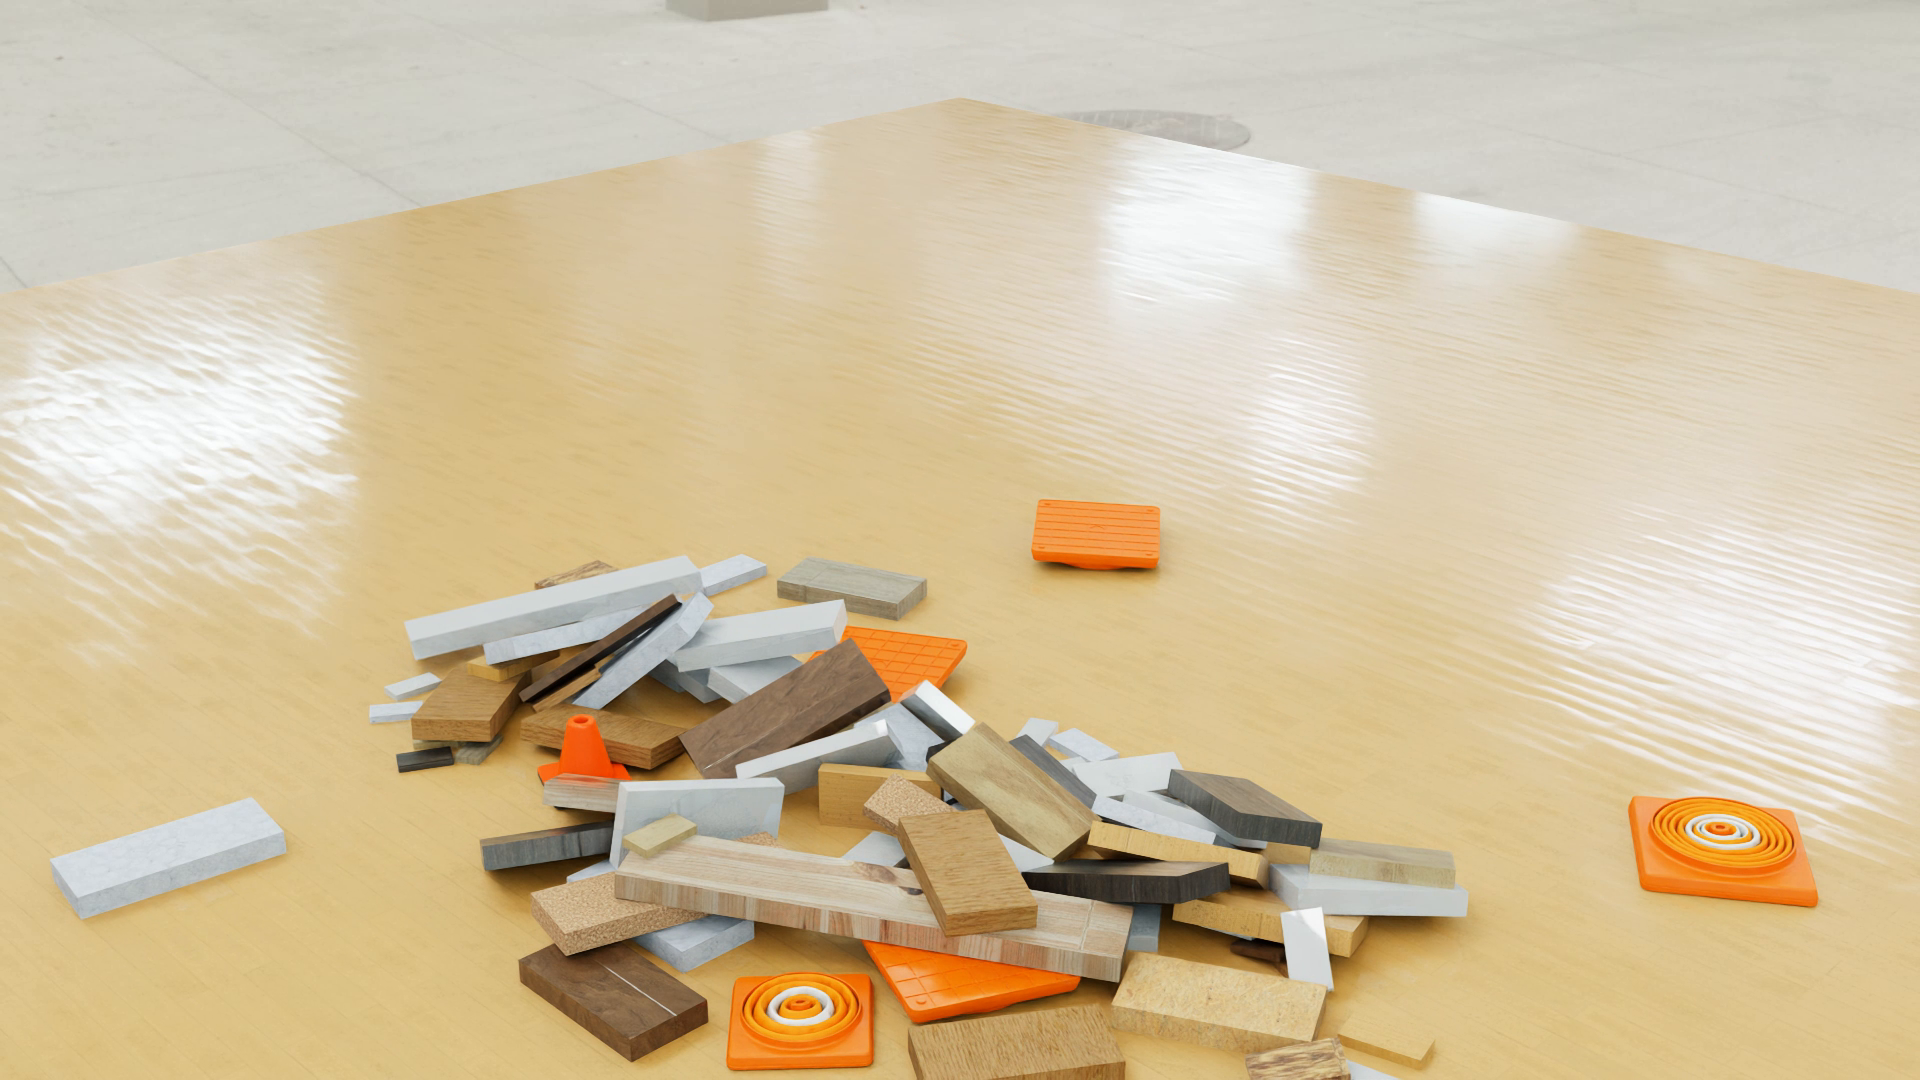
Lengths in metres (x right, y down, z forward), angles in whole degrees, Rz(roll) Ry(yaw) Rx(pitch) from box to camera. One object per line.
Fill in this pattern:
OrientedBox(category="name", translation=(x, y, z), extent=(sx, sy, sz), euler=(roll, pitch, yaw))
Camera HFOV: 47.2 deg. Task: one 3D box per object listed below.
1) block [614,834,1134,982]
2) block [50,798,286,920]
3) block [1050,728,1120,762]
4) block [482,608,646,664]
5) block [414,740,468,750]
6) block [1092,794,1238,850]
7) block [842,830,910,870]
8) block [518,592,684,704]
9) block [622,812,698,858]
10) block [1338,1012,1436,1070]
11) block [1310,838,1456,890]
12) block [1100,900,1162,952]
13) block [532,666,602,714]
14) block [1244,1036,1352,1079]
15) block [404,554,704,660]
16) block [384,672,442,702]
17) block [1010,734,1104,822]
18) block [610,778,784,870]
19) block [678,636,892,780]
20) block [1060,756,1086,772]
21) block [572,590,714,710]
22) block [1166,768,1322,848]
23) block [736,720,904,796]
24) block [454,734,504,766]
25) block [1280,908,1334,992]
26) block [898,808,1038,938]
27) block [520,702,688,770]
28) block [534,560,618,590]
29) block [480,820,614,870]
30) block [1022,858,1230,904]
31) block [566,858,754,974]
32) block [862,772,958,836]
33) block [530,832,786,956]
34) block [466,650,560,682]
OrientedBox(category="block", translation=(-0.155, 0.653, 3.966), extent=(0.921, 0.049, 0.171), euler=(8, 24, 9))
OrientedBox(category="block", translation=(-1.530, 0.612, 4.258), extent=(0.396, 0.048, 0.170), euler=(-17, 28, -34))
OrientedBox(category="block", translation=(0.264, 0.446, 4.684), extent=(0.072, 0.020, 0.144), euler=(-17, 28, -35))
OrientedBox(category="block", translation=(-0.878, 0.215, 4.916), extent=(0.330, 0.047, 0.165), euler=(-12, -1, -35))
OrientedBox(category="block", translation=(-1.116, 0.428, 4.733), extent=(0.113, 0.016, 0.057), euler=(-3, 23, -8))
OrientedBox(category="block", translation=(0.399, 0.566, 4.281), extent=(0.264, 0.037, 0.132), euler=(15, -13, 32))
OrientedBox(category="block", translation=(-0.178, 0.632, 4.234), extent=(0.104, 0.029, 0.208), euler=(13, 26, 28))
OrientedBox(category="block", translation=(-0.790, 0.240, 4.859), extent=(0.406, 0.023, 0.080), euler=(-33, -9, 1))
OrientedBox(category="block", translation=(-0.554, 0.546, 4.066), extent=(0.064, 0.018, 0.128), euler=(21, 29, 35))
OrientedBox(category="block", translation=(0.723, 0.850, 3.731), extent=(0.147, 0.021, 0.073), euler=(13, 26, 28))
OrientedBox(category="block", translation=(0.788, 0.603, 4.115), extent=(0.264, 0.037, 0.132), euler=(5, 7, 9))
OrientedBox(category="block", translation=(0.257, 0.707, 4.054), extent=(0.222, 0.031, 0.111), euler=(3, 23, 8))
OrientedBox(category="block", translation=(-0.867, 0.329, 4.843), extent=(0.160, 0.023, 0.080), euler=(-31, 9, -11))
OrientedBox(category="block", translation=(0.556, 0.871, 3.622), extent=(0.159, 0.023, 0.080), euler=(-11, 36, 0))
OrientedBox(category="block", translation=(-0.953, 0.155, 5.172), extent=(0.681, 0.047, 0.165), euler=(-14, 18, -16))
OrientedBox(category="block", translation=(-1.233, 0.331, 4.960), extent=(0.113, 0.016, 0.057), euler=(-19, 29, -37))
OrientedBox(category="block", translation=(0.178, 0.494, 4.421), extent=(0.247, 0.035, 0.124), euler=(39, 33, 25))
OrientedBox(category="block", translation=(-0.500, 0.541, 4.197), extent=(0.320, 0.160, 0.045), euler=(2, 16, -29))
OrientedBox(category="block", translation=(-0.363, 0.370, 4.570), extent=(0.417, 0.045, 0.159), euler=(-30, 55, -13))
OrientedBox(category="block", translation=(0.202, 0.490, 4.581), extent=(0.144, 0.020, 0.072), euler=(-10, 25, -22))
OrientedBox(category="block", translation=(-0.698, 0.254, 4.831), extent=(0.339, 0.048, 0.170), euler=(-37, 12, 23))
OrientedBox(category="block", translation=(0.548, 0.519, 4.282), extent=(0.166, 0.047, 0.408), euler=(9, 4, -13))
OrientedBox(category="block", translation=(-0.281, 0.447, 4.430), extent=(0.317, 0.124, 0.035), euler=(-18, 59, 7))
OrientedBox(category="block", translation=(-1.027, 0.444, 4.693), extent=(0.057, 0.016, 0.113), euler=(6, 24, 14))
OrientedBox(category="block", translation=(0.613, 0.727, 3.884), extent=(0.073, 0.021, 0.147), euler=(-10, 63, 11))
OrientedBox(category="block", translation=(0.010, 0.600, 3.991), extent=(0.167, 0.047, 0.333), euler=(-3, 25, -16))
OrientedBox(category="block", translation=(-0.756, 0.415, 4.686), extent=(0.319, 0.045, 0.159), euler=(10, 14, 22))
OrientedBox(category="block", translation=(-0.950, 0.104, 5.481), extent=(0.098, 0.028, 0.195), euler=(21, 30, 40))
OrientedBox(category="block", translation=(-0.755, 0.583, 4.241), extent=(0.328, 0.047, 0.164), euler=(-7, -1, -15))
OrientedBox(category="block", translation=(0.302, 0.625, 4.037), extent=(0.343, 0.049, 0.171), euler=(-5, -1, 37))
OrientedBox(category="block", translation=(-0.559, 0.683, 4.092), extent=(0.164, 0.047, 0.352), euler=(-21, 31, -40))
OrientedBox(category="block", translation=(-0.028, 0.566, 4.234), extent=(0.318, 0.029, 0.104), euler=(29, 48, 19))
OrientedBox(category="block", translation=(-0.533, 0.646, 4.051), extent=(0.481, 0.045, 0.160), euler=(-11, 25, -31))
OrientedBox(category="block", translation=(-1.007, 0.270, 4.965), extent=(0.098, 0.028, 0.195), euler=(10, 20, 31))
